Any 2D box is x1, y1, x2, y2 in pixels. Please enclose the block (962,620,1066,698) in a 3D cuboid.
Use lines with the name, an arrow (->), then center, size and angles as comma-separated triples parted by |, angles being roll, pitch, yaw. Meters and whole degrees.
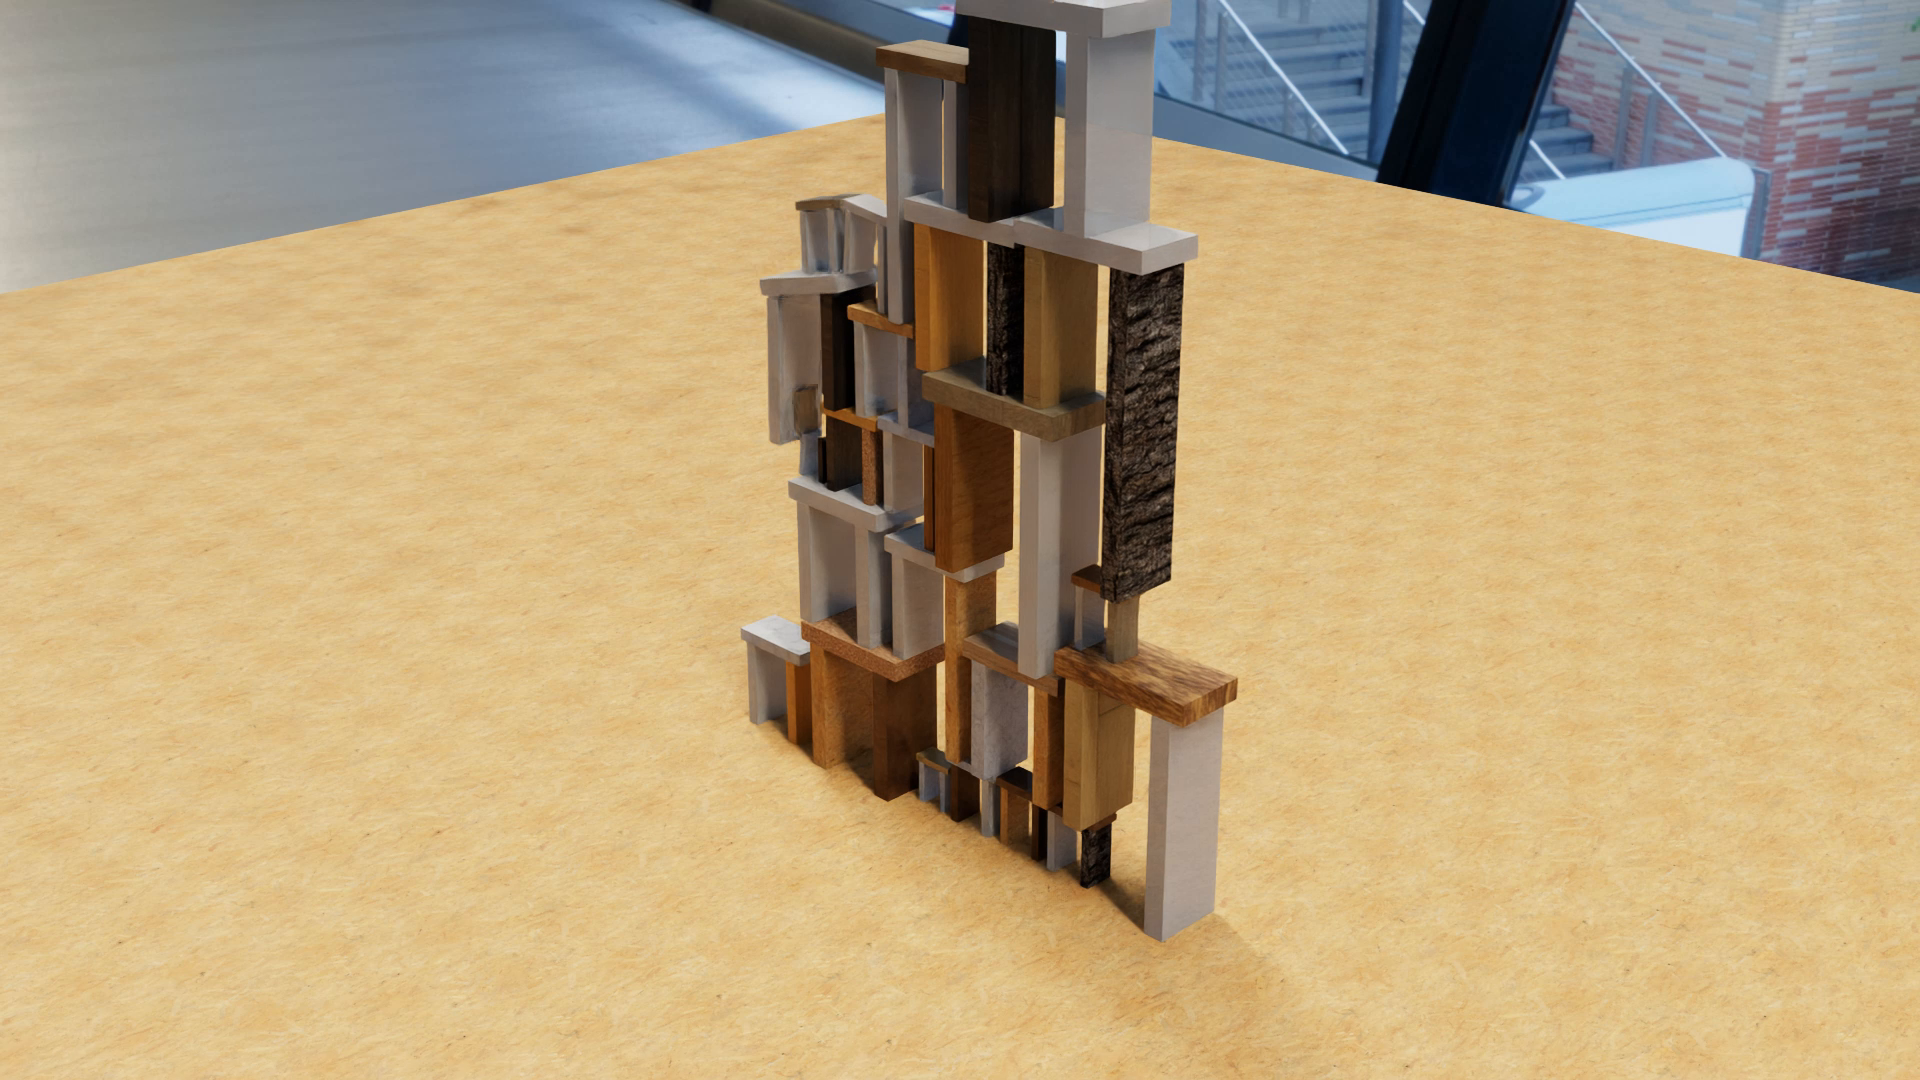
block -> 0.136, 0.223, 4.174 | 0.124, 0.035, 0.247 | -21, 31, -40

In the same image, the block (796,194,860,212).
block -> -0.253, -0.650, 4.228 | 0.062, 0.017, 0.123 | -21, 18, -41

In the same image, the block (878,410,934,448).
block -> -0.070, -0.215, 4.213 | 0.168, 0.024, 0.084 | 21, 31, 41

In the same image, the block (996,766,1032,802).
block -> 0.138, 0.480, 4.284 | 0.126, 0.018, 0.063 | 21, 31, 41

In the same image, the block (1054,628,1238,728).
block -> 0.333, 0.244, 3.969 | 0.304, 0.043, 0.152 | 21, 31, 40

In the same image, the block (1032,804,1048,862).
block -> 0.168, 0.558, 4.285 | 0.018, 0.126, 0.063 | 21, 31, 41

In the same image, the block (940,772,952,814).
block -> -0.019, 0.504, 4.456 | 0.013, 0.092, 0.046 | 21, 31, 41

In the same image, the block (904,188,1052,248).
block -> 0.045, -0.579, 3.931 | 0.138, 0.039, 0.276 | -21, 31, -40

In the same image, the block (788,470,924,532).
block -> -0.209, -0.085, 4.414 | 0.262, 0.037, 0.131 | 21, 31, 41

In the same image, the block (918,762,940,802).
block -> -0.063, 0.487, 4.496 | 0.013, 0.092, 0.046 | 21, 31, 41

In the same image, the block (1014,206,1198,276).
block -> 0.246, -0.512, 3.734 | 0.145, 0.041, 0.290 | -22, 31, -40

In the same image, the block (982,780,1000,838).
block -> 0.072, 0.522, 4.367 | 0.018, 0.129, 0.064 | 21, 31, 41

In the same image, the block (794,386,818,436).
block -> -0.311, -0.261, 4.446 | 0.013, 0.093, 0.046 | 19, 29, 41

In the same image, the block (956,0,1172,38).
block -> 0.169, -0.890, 3.657 | 0.167, 0.047, 0.334 | -21, 31, -40

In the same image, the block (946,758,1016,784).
block -> 0.041, 0.442, 4.366 | 0.064, 0.018, 0.129 | -21, 31, -41

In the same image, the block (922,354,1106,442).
block -> 0.105, -0.260, 3.995 | 0.165, 0.047, 0.329 | -21, 31, -40

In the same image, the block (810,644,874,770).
block -> -0.245, 0.328, 4.625 | 0.040, 0.283, 0.142 | 21, 31, 41

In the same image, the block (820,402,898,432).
block -> -0.192, -0.251, 4.325 | 0.158, 0.022, 0.079 | 21, 31, 41

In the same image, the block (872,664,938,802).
block -> -0.111, 0.380, 4.501 | 0.040, 0.283, 0.142 | 21, 31, 41

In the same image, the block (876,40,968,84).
block -> -0.031, -0.848, 3.895 | 0.113, 0.032, 0.226 | -21, 31, -40

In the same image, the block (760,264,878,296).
block -> -0.273, -0.508, 4.301 | 0.116, 0.033, 0.232 | -21, 18, -41

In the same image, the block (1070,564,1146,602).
block -> 0.268, 0.078, 3.962 | 0.125, 0.018, 0.063 | 21, 31, 39

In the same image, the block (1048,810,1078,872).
block -> 0.198, 0.570, 4.250 | 0.065, 0.130, 0.018 | -21, 31, -41

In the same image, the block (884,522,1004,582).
block -> -0.031, 0.022, 4.274 | 0.111, 0.031, 0.221 | -21, 31, -41

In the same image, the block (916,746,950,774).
block -> -0.041, 0.447, 4.456 | 0.092, 0.013, 0.046 | 21, 31, 41

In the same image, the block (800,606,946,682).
block -> -0.178, 0.205, 4.500 | 0.283, 0.040, 0.142 | 21, 31, 41

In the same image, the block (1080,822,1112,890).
block -> 0.260, 0.594, 4.193 | 0.018, 0.130, 0.065 | 21, 31, 41

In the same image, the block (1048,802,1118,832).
block -> 0.229, 0.514, 4.192 | 0.065, 0.018, 0.131 | -21, 31, -40

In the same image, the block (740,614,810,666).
block -> -0.371, 0.215, 4.723 | 0.194, 0.027, 0.097 | 21, 31, 41

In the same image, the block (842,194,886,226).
block -> -0.155, -0.619, 4.127 | 0.062, 0.018, 0.124 | -21, 38, -40

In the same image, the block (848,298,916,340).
block -> -0.119, -0.423, 4.176 | 0.181, 0.026, 0.090 | 21, 31, 40

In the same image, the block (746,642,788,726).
block -> -0.417, 0.299, 4.808 | 0.027, 0.194, 0.097 | 21, 31, 41

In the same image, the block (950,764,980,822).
block -> 0.011, 0.498, 4.423 | 0.018, 0.129, 0.064 | 21, 31, 41

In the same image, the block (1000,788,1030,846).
block -> 0.109, 0.535, 4.339 | 0.018, 0.126, 0.063 | 21, 31, 41
